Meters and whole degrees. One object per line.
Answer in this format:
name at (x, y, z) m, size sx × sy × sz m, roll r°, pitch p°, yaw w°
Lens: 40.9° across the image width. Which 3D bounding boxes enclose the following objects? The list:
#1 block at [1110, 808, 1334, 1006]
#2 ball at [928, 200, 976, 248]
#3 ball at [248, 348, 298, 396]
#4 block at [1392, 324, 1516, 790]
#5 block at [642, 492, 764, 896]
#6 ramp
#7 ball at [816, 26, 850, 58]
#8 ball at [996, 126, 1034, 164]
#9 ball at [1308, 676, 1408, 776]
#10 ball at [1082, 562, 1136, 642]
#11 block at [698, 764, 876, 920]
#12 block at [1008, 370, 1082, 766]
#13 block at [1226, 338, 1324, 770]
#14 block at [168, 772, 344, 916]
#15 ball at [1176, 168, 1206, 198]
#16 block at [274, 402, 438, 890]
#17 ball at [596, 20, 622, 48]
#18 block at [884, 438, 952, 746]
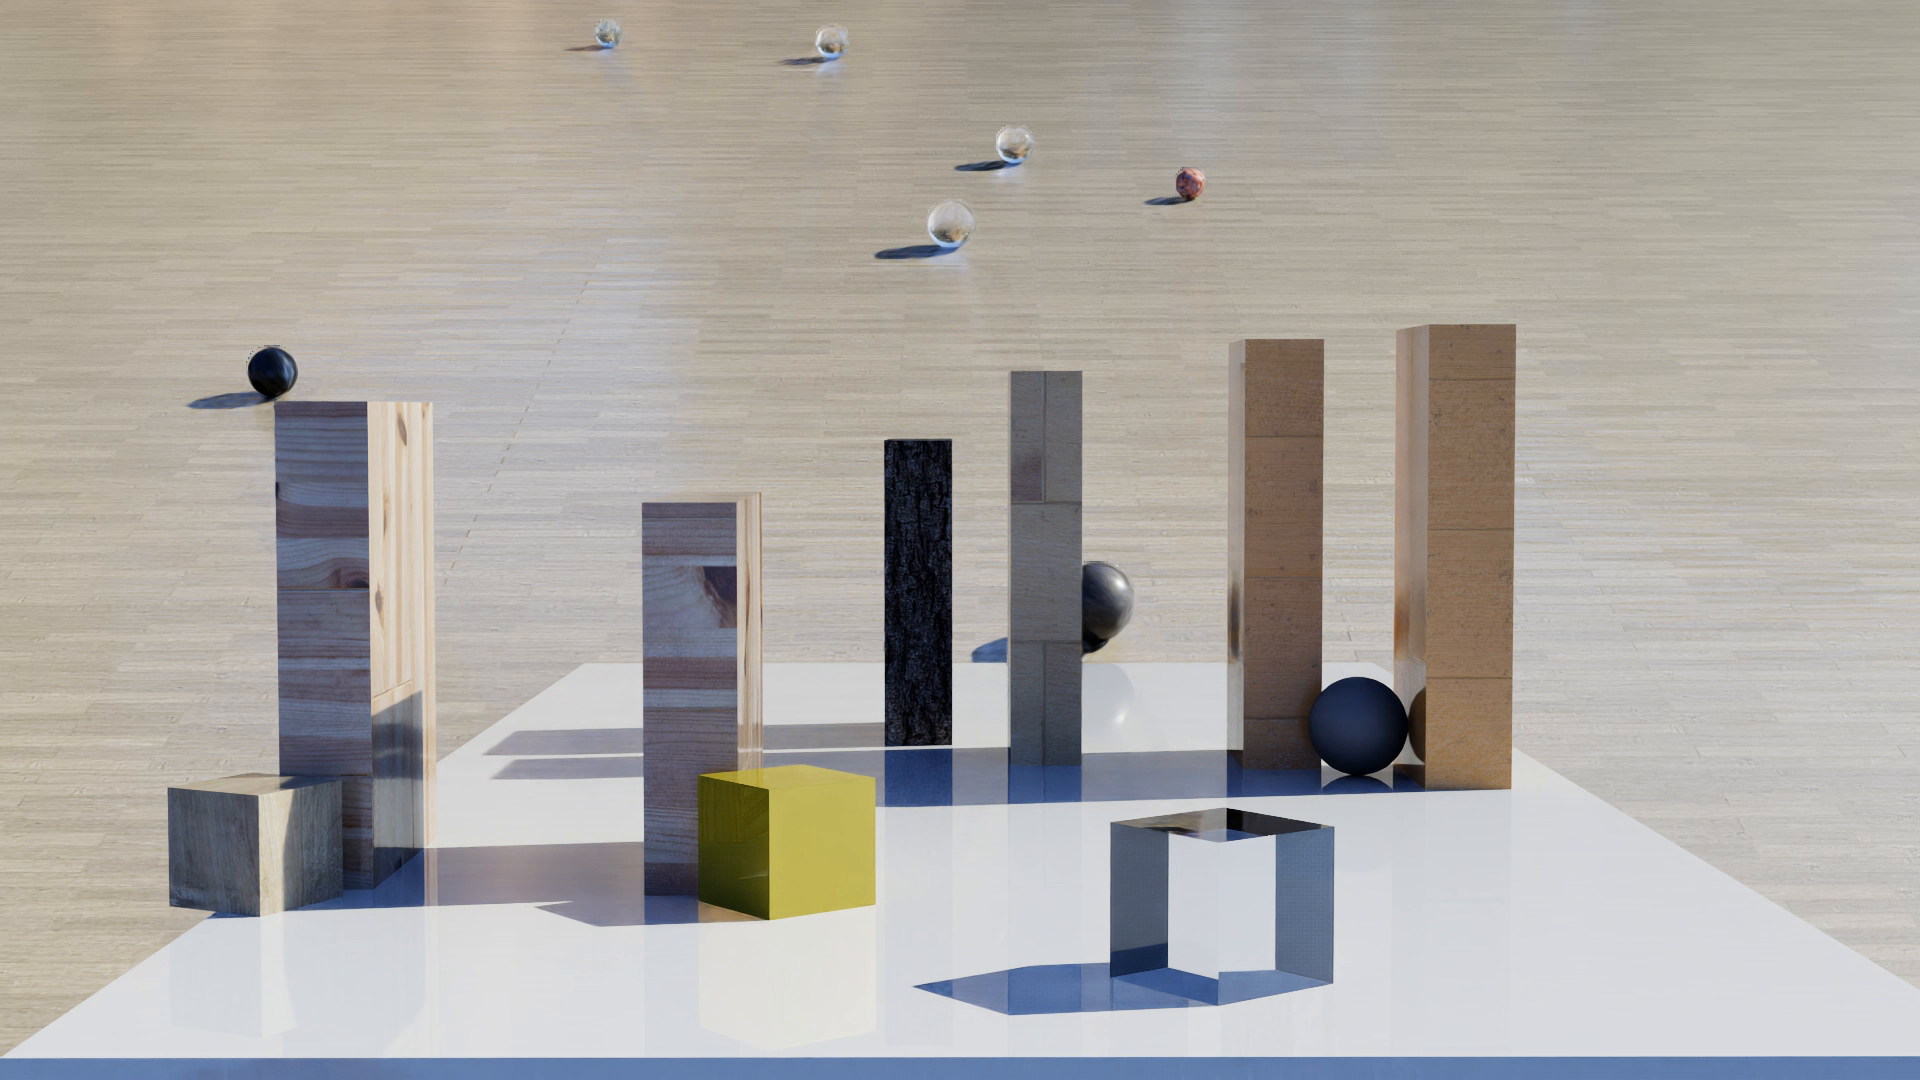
block at (0.292, 0.405, 2.869) m, size 0.176 × 0.176 × 0.176 m, roll -2°, pitch 4°, yaw -38°
ball at (-0.035, -1.284, 10.479) m, size 0.195 × 0.195 × 0.195 m, roll 0°, pitch 22°, yaw 0°
ball at (-2.338, -0.572, 8.748) m, size 0.168 × 0.168 × 0.168 m, roll 0°, pitch 22°, yaw 0°
block at (0.855, 0.022, 4.470) m, size 0.145 × 0.781 × 0.319 m, roll 0°, pitch 3°, yaw 0°
block at (-0.354, 0.198, 3.590) m, size 0.124 × 0.517 × 0.440 m, roll 0°, pitch 3°, yaw 0°
ramp at (0.051, 0.461, 4.533) m, size 2.000 × 0.100 × 4.000 m, roll 0°, pitch 3°, yaw 0°
ball at (-0.694, -2.722, 14.068) m, size 0.178 × 0.178 × 0.178 m, roll 0°, pitch 22°, yaw 0°
ball at (0.255, -1.818, 11.834) m, size 0.172 × 0.172 × 0.172 m, roll 0°, pitch 22°, yaw 0°
ball at (0.696, 0.325, 4.500) m, size 0.173 × 0.173 × 0.173 m, roll 0°, pitch 22°, yaw 0°
ball at (0.364, 0.165, 6.865) m, size 0.209 × 0.209 × 0.209 m, roll 0°, pitch 22°, yaw 0°
block at (-0.224, 0.388, 3.327) m, size 0.165 × 0.165 × 0.165 m, roll -2°, pitch 4°, yaw -38°
block at (0.155, 0.045, 4.739) m, size 0.128 × 0.709 × 0.259 m, roll 0°, pitch 3°, yaw 0°
block at (0.572, 0.020, 4.691) m, size 0.139 × 0.764 × 0.276 m, roll 0°, pitch 3°, yaw 0°
block at (-0.914, 0.393, 3.339) m, size 0.154 × 0.154 × 0.154 m, roll 1°, pitch 3°, yaw 28°
ball at (1.007, -1.557, 11.241) m, size 0.130 × 0.130 × 0.130 m, roll 0°, pitch 22°, yaw 0°
block at (-0.844, 0.131, 3.620) m, size 0.123 × 0.649 × 0.422 m, roll 0°, pitch 3°, yaw 0°
ball at (-1.962, -2.830, 14.375) m, size 0.147 × 0.147 × 0.147 m, roll 0°, pitch 22°, yaw 0°
block at (-0.080, 0.092, 5.080) m, size 0.129 × 0.581 × 0.370 m, roll 0°, pitch 3°, yaw 0°
